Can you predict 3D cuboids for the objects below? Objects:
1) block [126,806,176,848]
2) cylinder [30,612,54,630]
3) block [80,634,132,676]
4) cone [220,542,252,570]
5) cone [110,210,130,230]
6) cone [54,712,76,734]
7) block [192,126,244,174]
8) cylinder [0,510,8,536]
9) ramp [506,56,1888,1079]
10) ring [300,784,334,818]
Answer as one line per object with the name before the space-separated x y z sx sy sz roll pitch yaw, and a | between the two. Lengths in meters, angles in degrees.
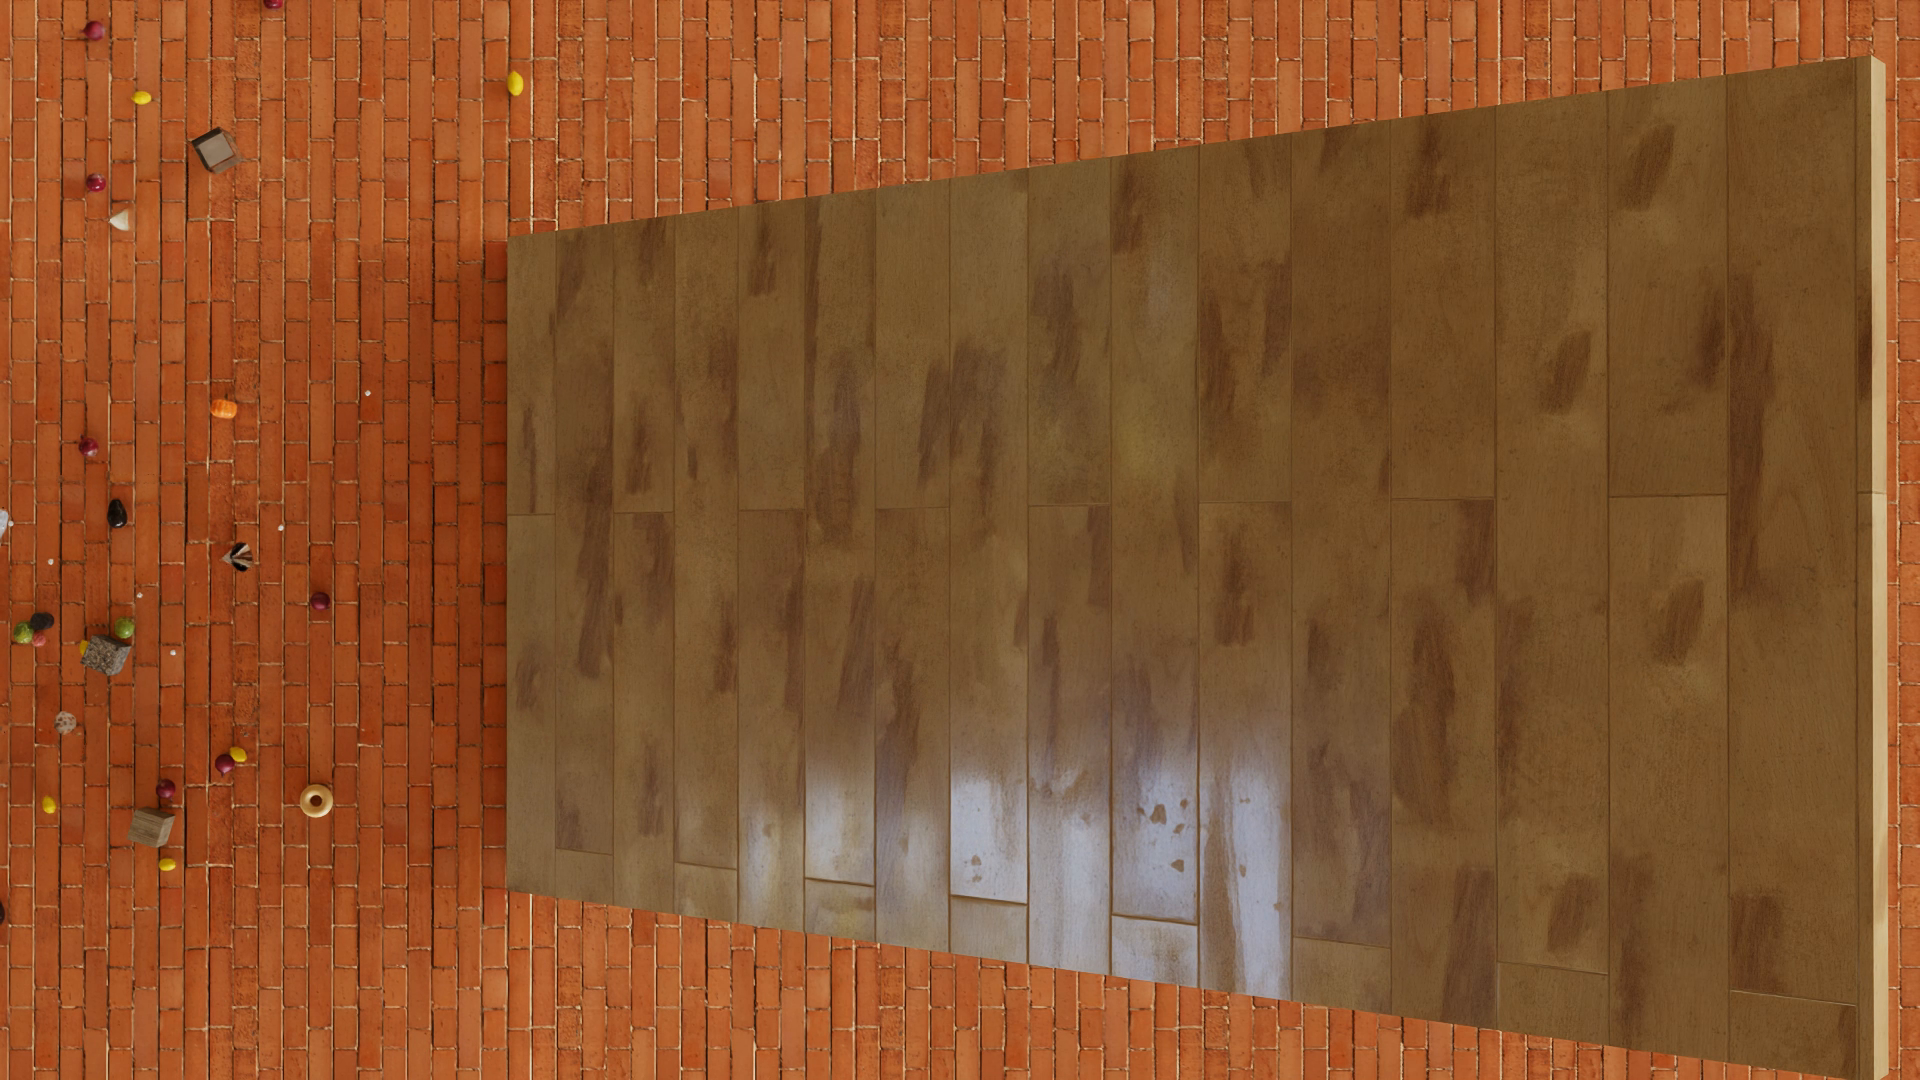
block | -2.485 0.882 6.755 0.093 0.093 0.093 18 90 0
cylinder | -2.829 0.250 6.780 0.053 0.053 0.053 0 90 0
block | -2.625 0.353 6.758 0.094 0.094 0.094 24 90 0
cone | -2.250 0.055 6.787 0.090 0.090 0.090 -6 90 27
cone | -2.585 -1.001 6.801 0.061 0.061 0.061 18 63 0
cone | -2.770 0.566 6.768 0.072 0.072 0.072 0 90 0
block | -2.284 -1.197 6.767 0.098 0.098 0.098 -28 90 0
cylinder | -2.995 -0.059 6.763 0.091 0.091 0.091 16 90 0
ramp | 0.225 0.064 5.542 4.000 0.100 2.000 0 90 38
ring | -1.986 0.805 6.785 0.103 0.034 0.103 0 89 -1
